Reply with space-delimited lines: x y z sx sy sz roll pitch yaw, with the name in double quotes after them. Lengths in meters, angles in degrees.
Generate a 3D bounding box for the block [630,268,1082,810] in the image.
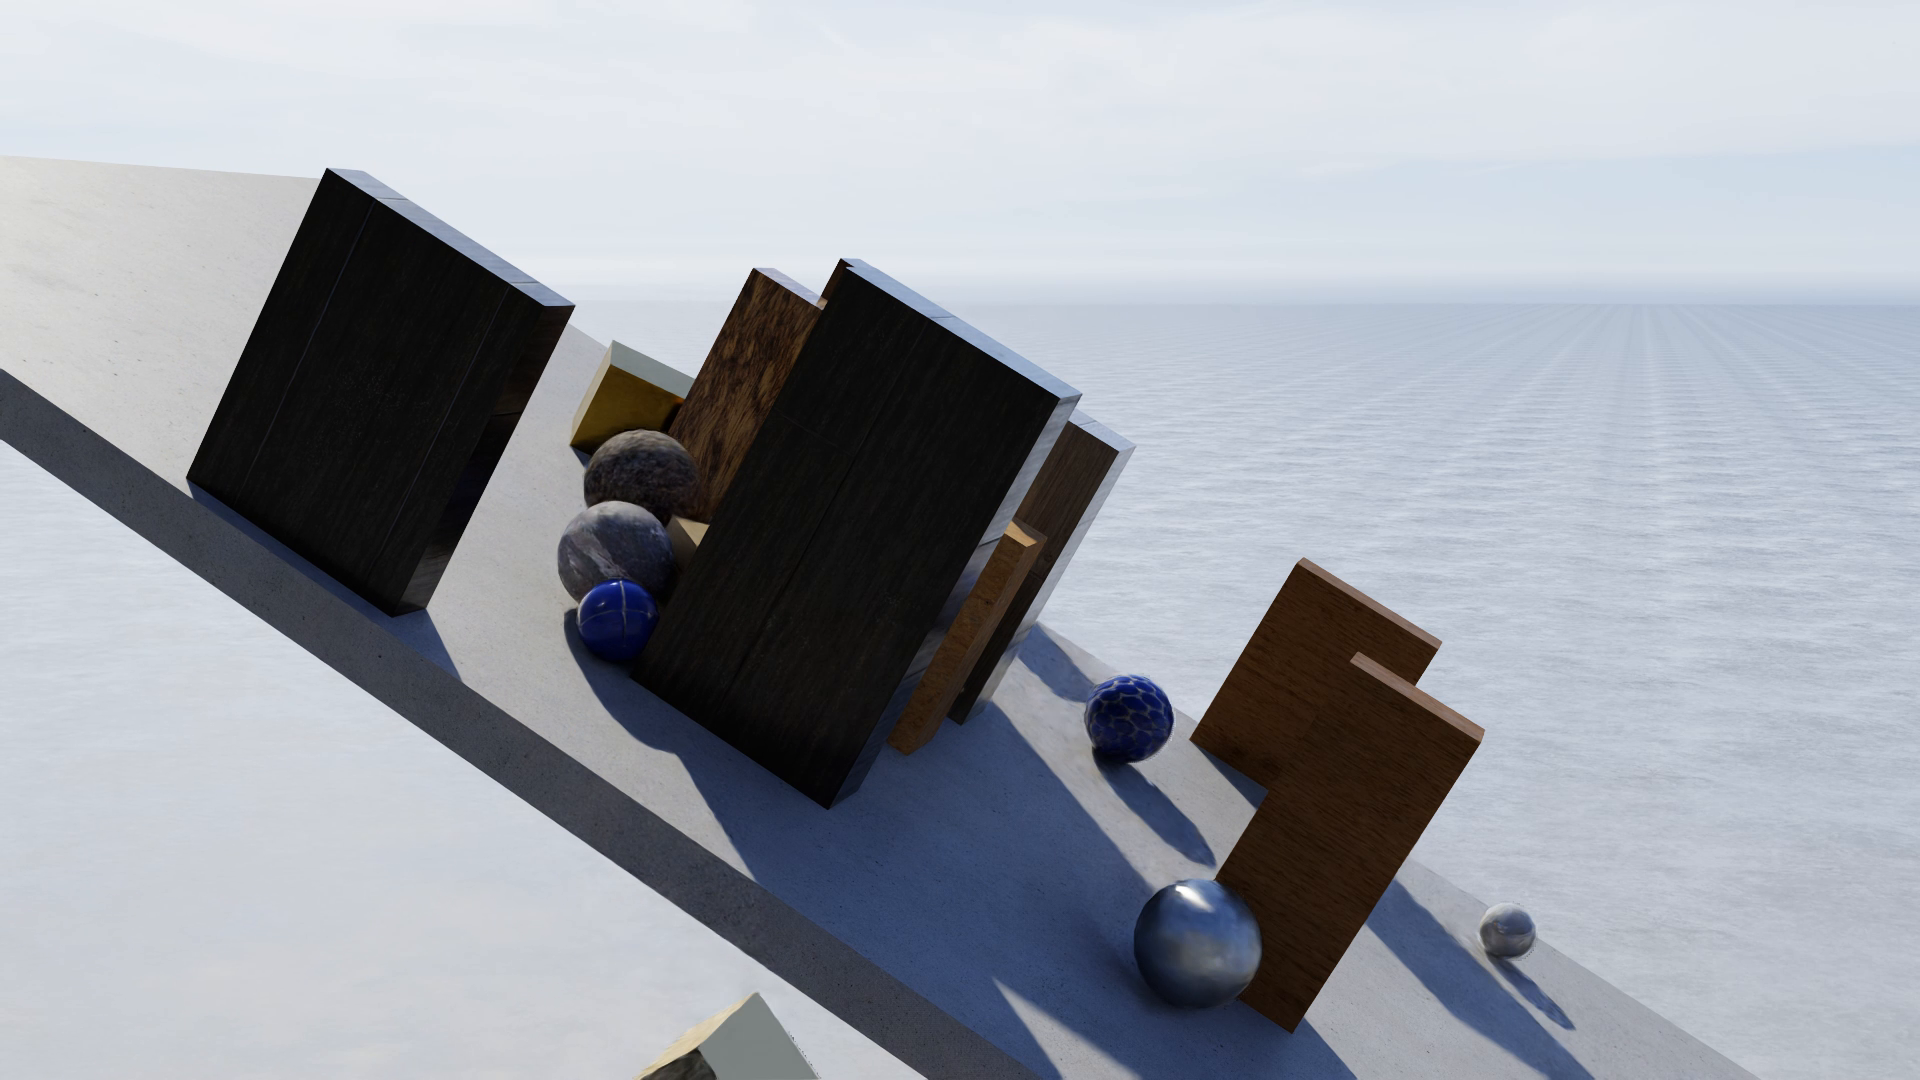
-0.172 -0.003 3.496 0.394 0.759 0.140 32 15 11 "block"

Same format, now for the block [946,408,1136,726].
0.044 0.008 4.177 0.300 0.607 0.148 32 15 11 "block"

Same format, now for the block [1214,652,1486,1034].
0.601 0.498 3.622 0.240 0.584 0.105 32 15 11 "block"

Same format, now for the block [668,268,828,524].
-0.367 -0.235 4.409 0.351 0.512 0.110 32 15 11 "block"

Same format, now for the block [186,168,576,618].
-0.882 -0.223 3.329 0.408 0.539 0.099 32 15 11 "block"

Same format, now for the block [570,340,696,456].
-0.678 -0.267 4.567 0.192 0.192 0.192 25 15 -15 "block"

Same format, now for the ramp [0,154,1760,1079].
-0.188 0.310 4.130 4.000 0.100 2.000 32 15 11 "ramp"

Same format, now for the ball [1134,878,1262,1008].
0.377 0.639 3.483 0.204 0.204 0.204 0 7 0 "ball"

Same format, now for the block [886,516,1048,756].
-0.138 0.081 3.925 0.409 0.437 0.144 32 15 11 "block"

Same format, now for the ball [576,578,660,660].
-0.555 0.129 3.573 0.134 0.134 0.134 0 7 0 "ball"

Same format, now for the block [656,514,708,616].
-0.425 0.104 3.797 0.189 0.189 0.189 18 18 -37 "block"

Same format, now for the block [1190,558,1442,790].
0.770 0.328 4.775 0.348 0.460 0.105 32 15 11 "block"

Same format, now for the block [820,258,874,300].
-0.197 -0.248 4.666 0.407 0.567 0.120 32 15 11 "block"

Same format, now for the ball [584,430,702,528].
-0.567 -0.093 3.927 0.209 0.209 0.209 0 7 0 "ball"

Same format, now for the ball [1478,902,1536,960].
1.127 0.805 4.528 0.115 0.115 0.115 0 7 0 "ball"

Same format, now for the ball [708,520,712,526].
-0.399 0.025 4.123 0.186 0.186 0.186 0 7 0 "ball"

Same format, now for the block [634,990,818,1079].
-0.308 0.711 2.873 0.146 0.146 0.146 -34 1 33 "block"

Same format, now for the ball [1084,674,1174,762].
0.339 0.358 4.415 0.179 0.179 0.179 0 7 0 "ball"

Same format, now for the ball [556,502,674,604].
-0.580 0.032 3.703 0.195 0.195 0.195 0 7 0 "ball"
